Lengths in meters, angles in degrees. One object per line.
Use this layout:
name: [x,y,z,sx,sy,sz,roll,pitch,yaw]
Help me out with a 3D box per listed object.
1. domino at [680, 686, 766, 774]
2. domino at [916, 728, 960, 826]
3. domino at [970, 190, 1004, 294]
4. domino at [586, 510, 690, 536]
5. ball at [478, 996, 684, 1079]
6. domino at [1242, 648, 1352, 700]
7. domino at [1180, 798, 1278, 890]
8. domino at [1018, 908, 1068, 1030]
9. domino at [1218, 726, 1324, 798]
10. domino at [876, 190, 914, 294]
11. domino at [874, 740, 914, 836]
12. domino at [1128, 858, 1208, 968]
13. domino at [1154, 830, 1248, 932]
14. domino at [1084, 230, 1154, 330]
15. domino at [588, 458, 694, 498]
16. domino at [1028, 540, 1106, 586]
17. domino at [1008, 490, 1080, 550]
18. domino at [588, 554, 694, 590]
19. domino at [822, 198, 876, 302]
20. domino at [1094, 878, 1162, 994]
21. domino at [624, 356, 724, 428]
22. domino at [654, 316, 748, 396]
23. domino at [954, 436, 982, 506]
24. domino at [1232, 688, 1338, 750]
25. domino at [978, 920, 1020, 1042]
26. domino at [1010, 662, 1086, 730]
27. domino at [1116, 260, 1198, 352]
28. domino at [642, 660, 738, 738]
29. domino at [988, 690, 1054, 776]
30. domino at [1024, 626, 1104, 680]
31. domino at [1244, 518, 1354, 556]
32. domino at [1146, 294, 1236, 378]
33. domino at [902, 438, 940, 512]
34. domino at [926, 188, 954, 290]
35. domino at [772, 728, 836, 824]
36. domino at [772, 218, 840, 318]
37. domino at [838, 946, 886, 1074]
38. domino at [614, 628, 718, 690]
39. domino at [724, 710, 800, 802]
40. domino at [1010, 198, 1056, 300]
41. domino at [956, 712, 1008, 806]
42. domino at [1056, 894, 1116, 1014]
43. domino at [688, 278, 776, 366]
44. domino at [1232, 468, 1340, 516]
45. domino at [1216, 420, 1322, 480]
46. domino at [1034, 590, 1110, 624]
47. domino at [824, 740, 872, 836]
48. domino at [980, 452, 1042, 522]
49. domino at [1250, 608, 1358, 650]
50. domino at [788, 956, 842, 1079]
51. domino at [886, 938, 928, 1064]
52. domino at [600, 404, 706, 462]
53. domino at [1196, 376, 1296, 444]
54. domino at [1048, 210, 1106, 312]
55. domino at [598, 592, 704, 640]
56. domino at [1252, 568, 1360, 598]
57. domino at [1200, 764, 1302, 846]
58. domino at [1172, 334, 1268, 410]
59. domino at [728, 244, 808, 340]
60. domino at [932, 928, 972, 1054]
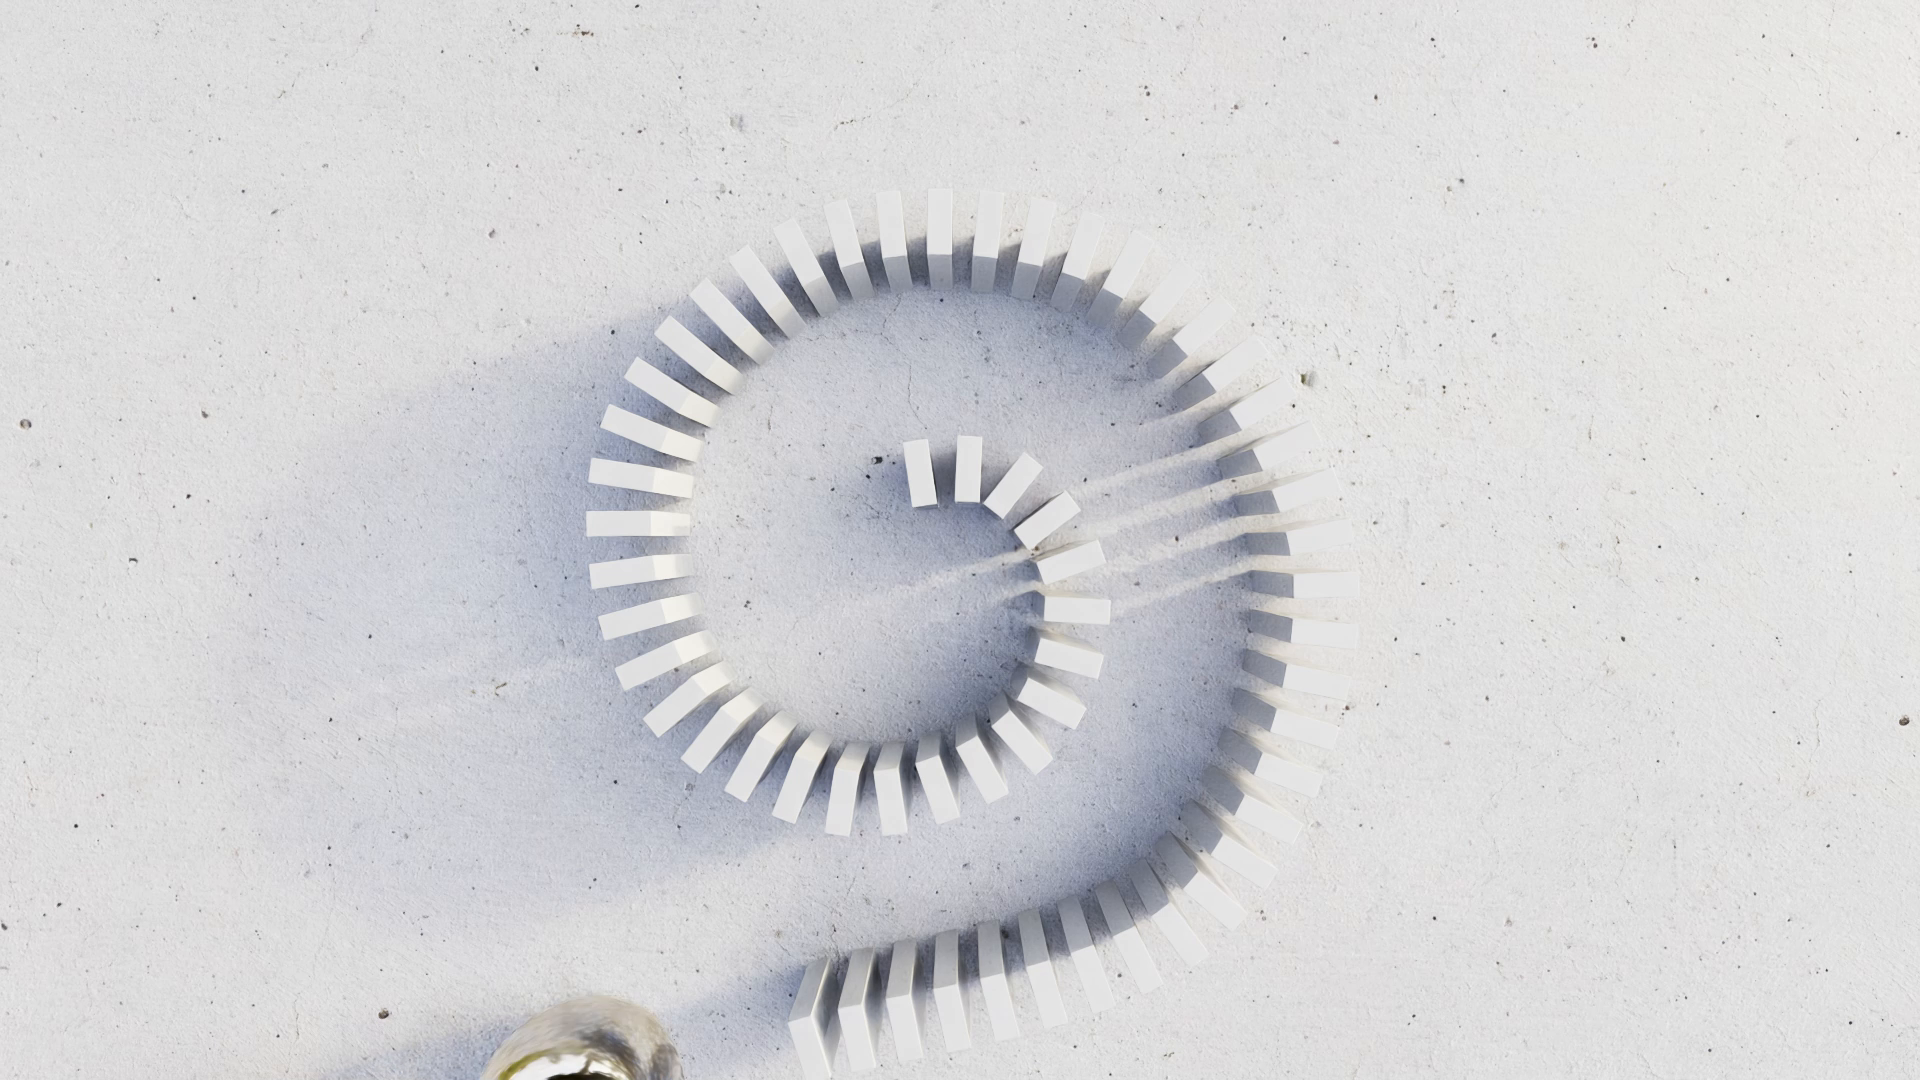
domino: [-0.095,0.077,0.375,0.009,0.050,0.025,38,90,0]
domino: [-0.009,0.096,0.375,0.009,0.050,0.025,-19,90,0]
domino: [0.011,-0.121,0.375,0.009,0.050,0.025,6,90,0]
domino: [-0.130,-0.006,0.375,0.025,0.050,0.009,-1,90,0]
ball: [-0.150,0.224,0.360,0.080,0.080,0.080,0,90,0]
domino: [0.136,0.054,0.375,0.025,0.050,0.010,12,90,0]
domino: [0.109,0.123,0.375,0.025,0.050,0.009,33,90,0]
domino: [0.033,0.174,0.375,0.010,0.050,0.025,-16,90,0]
domino: [0.125,0.090,0.375,0.025,0.050,0.010,22,90,0]
domino: [-0.026,-0.121,0.375,0.010,0.050,0.025,-6,90,0]
domino: [-0.027,0.100,0.375,0.009,0.050,0.025,-8,90,0]
domino: [0.084,0.151,0.375,0.009,0.050,0.025,-37,90,0]
domino: [0.097,0.138,0.375,0.025,0.050,0.010,41,90,0]
domino: [0.064,-0.105,0.375,0.009,0.050,0.025,28,90,0]
domino: [-0.129,-0.025,0.375,0.025,0.050,0.010,9,90,0]
domino: [0.042,0.009,0.375,0.025,0.050,0.009,-20,90,0]
domino: [0.033,-0.008,0.375,0.025,0.050,0.010,-37,90,0]
domino: [-0.129,0.012,0.375,0.025,0.050,0.009,-8,90,0]
domino: [-0.045,-0.117,0.375,0.009,0.050,0.025,-16,90,0]
domino: [0.068,0.161,0.375,0.009,0.050,0.025,-26,90,0]
domino: [-0.116,-0.059,0.375,0.025,0.050,0.009,33,90,0]
domino: [-0.105,-0.074,0.375,0.025,0.050,0.010,40,90,0]
domino: [0.003,-0.027,0.375,0.009,0.050,0.025,2,90,0]
domino: [0.132,0.072,0.375,0.025,0.050,0.009,17,90,0]
domino: [0.015,0.179,0.375,0.010,0.050,0.025,-14,90,0]
domino: [0.035,0.063,0.375,0.025,0.050,0.010,28,90,0]
domino: [0.080,-0.095,0.375,0.010,0.050,0.025,39,90,0]
domino: [-0.109,0.064,0.375,0.025,0.050,0.009,-40,90,0]
domino: [0.024,0.078,0.375,0.010,0.050,0.025,-42,90,0]
domino: [0.042,0.045,0.375,0.025,0.050,0.010,15,90,0]
domino: [0.138,-0.001,0.375,0.025,0.050,0.009,-12,90,0]
domino: [0.093,-0.082,0.375,0.025,0.050,0.010,-43,90,0]
domino: [-0.015,-0.026,0.375,0.009,0.050,0.025,-9,90,0]
domino: [-0.008,-0.122,0.375,0.010,0.050,0.025,0,90,0]
domino: [-0.063,0.095,0.375,0.009,0.050,0.025,21,90,0]
domino: [-0.062,-0.110,0.375,0.010,0.050,0.025,-28,90,0]
domino: [-0.040,0.190,0.375,0.010,0.050,0.025,-12,90,0]
domino: [-0.119,0.048,0.375,0.025,0.050,0.009,-25,90,0]
domino: [-0.080,0.087,0.375,0.010,0.050,0.025,30,90,0]
domino: [0.029,-0.118,0.375,0.010,0.050,0.025,12,90,0]
domino: [0.008,0.088,0.375,0.010,0.050,0.025,-29,90,0]
domino: [0.051,0.168,0.375,0.009,0.050,0.025,-20,90,0]
domino: [-0.092,-0.088,0.375,0.009,0.050,0.025,-44,90,0]
domino: [0.132,-0.019,0.375,0.025,0.050,0.009,-20,90,0]
domino: [0.125,-0.036,0.375,0.025,0.050,0.009,-26,90,0]
domino: [0.045,0.027,0.375,0.025,0.050,0.009,3,90,0]
domino: [-0.045,0.100,0.375,0.009,0.050,0.025,9,90,0]
domino: [0.020,-0.021,0.375,0.010,0.050,0.025,38,90,0]
domino: [0.139,0.036,0.375,0.025,0.050,0.010,6,90,0]
domino: [-0.058,0.195,0.375,0.009,0.050,0.025,-18,90,0]
domino: [-0.021,0.187,0.375,0.010,0.050,0.025,-12,90,0]
domino: [-0.124,-0.043,0.375,0.025,0.050,0.010,22,90,0]
domino: [0.116,-0.052,0.375,0.025,0.050,0.009,-32,90,0]
domino: [0.047,-0.113,0.375,0.009,0.050,0.025,19,90,0]
domino: [-0.125,0.031,0.375,0.025,0.050,0.010,-15,90,0]
domino: [0.140,0.017,0.375,0.025,0.050,0.009,-2,90,0]
domino: [0.118,0.107,0.375,0.025,0.050,0.009,27,90,0]
domino: [0.105,-0.068,0.375,0.025,0.050,0.010,-37,90,0]
domino: [-0.078,-0.100,0.375,0.009,0.050,0.025,-37,90,0]
domino: [-0.003,0.183,0.375,0.009,0.050,0.025,-12,90,0]
